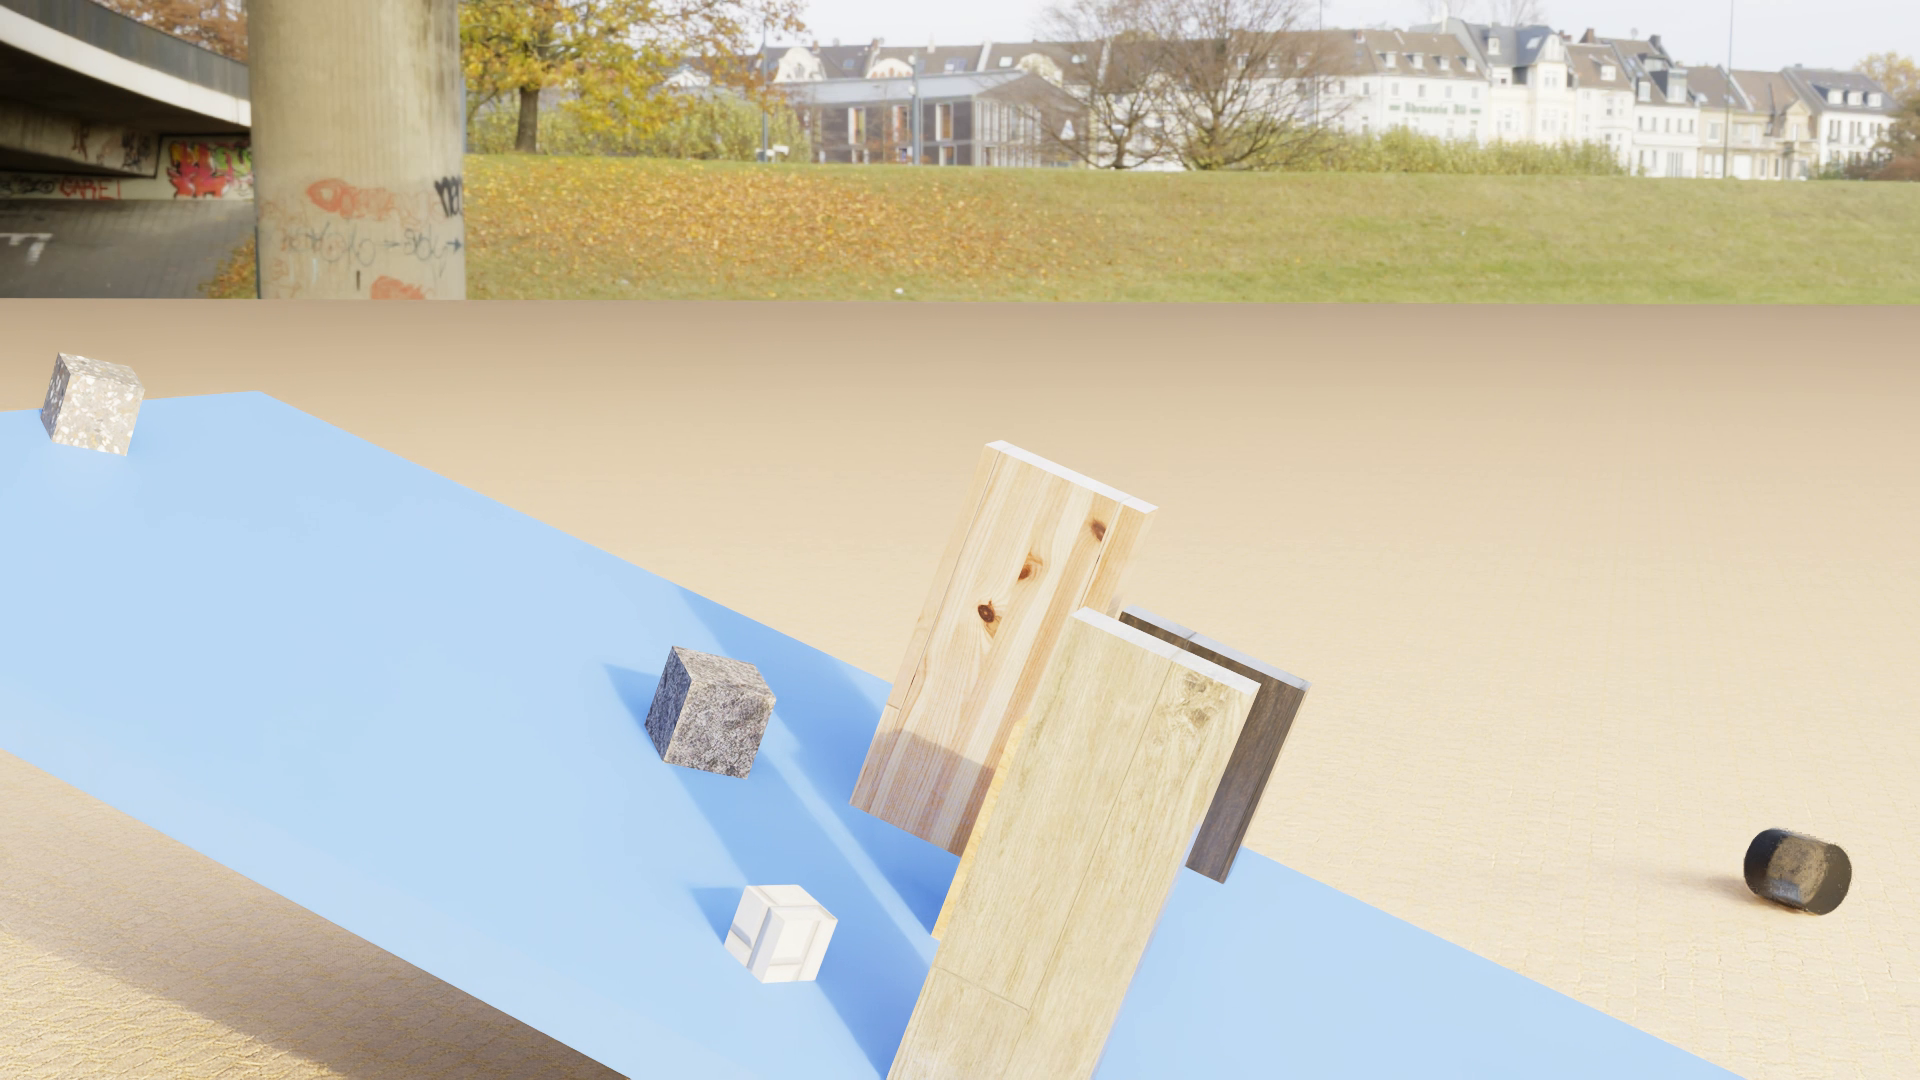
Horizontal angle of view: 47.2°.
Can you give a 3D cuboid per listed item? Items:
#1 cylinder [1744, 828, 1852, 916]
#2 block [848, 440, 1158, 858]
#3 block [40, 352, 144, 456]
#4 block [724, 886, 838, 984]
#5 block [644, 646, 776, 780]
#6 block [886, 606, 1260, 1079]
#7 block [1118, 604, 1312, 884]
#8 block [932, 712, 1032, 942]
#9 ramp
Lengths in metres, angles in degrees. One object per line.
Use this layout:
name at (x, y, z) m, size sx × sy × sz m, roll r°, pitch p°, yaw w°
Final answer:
cylinder at (2.453, 0.970, 6.442) m, size 0.210 × 0.210 × 0.210 m, roll -3°, pitch 8°, yaw -26°
block at (0.079, 0.228, 4.258) m, size 0.335 × 0.767 × 0.114 m, roll 24°, pitch 13°, yaw 13°
block at (-1.871, -0.294, 4.741) m, size 0.154 × 0.154 × 0.154 m, roll 12°, pitch 15°, yaw -35°
block at (-0.286, 0.627, 3.508) m, size 0.110 × 0.110 × 0.110 m, roll 8°, pitch 18°, yaw -45°
block at (-0.487, 0.334, 4.272) m, size 0.174 × 0.174 × 0.174 m, roll 15°, pitch 14°, yaw -25°
block at (0.158, 0.507, 3.202) m, size 0.277 × 0.771 × 0.090 m, roll 24°, pitch 13°, yaw 13°
block at (0.467, 0.436, 4.720) m, size 0.421 × 0.457 × 0.101 m, roll 24°, pitch 13°, yaw 13°
block at (0.169, 0.554, 3.837) m, size 0.290 × 0.418 × 0.128 m, roll 24°, pitch 13°, yaw 13°
ramp at (-0.316, 0.566, 4.200) m, size 4.000 × 0.100 × 2.000 m, roll 24°, pitch 13°, yaw 13°
